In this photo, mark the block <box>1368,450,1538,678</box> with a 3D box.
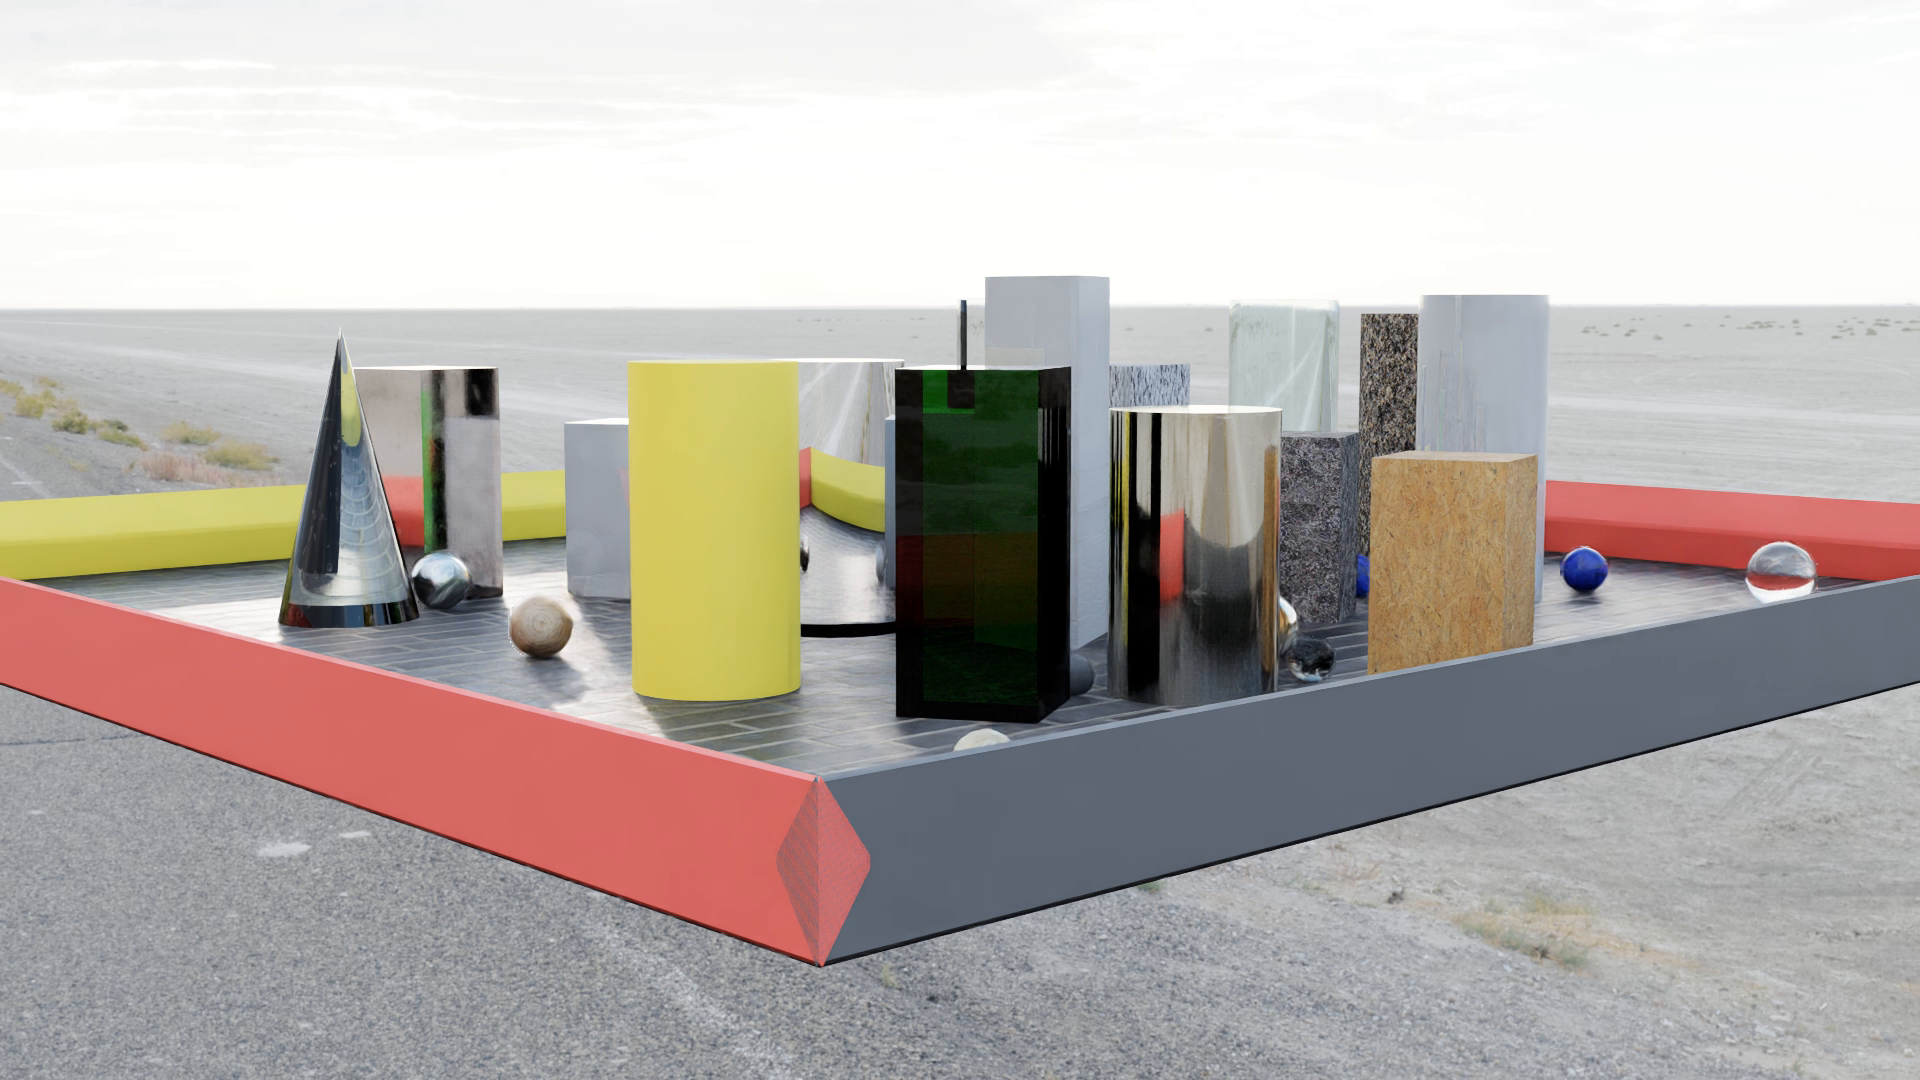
[{"bbox_3d":[0.596,0.034,2.656,0.160,0.271,0.160,3,7,27],"label":"block"}]

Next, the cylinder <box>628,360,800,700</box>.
[{"bbox_3d":[-0.290,-0.018,2.600,0.200,0.386,0.200,0,6,0],"label":"cylinder"}]

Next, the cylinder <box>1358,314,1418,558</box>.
[{"bbox_3d":[0.768,-0.157,3.677,0.200,0.440,0.200,0,6,0],"label":"cylinder"}]

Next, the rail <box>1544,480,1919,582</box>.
[{"bbox_3d":[0.958,-0.058,4.211,0.045,0.130,2.594,-5,8,-42],"label":"rail"}]

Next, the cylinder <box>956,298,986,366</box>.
[{"bbox_3d":[0.094,-0.155,3.540,0.200,0.465,0.200,0,6,0],"label":"cylinder"}]

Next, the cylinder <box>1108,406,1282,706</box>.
[{"bbox_3d":[0.272,0.013,2.566,0.200,0.332,0.200,0,6,0],"label":"cylinder"}]

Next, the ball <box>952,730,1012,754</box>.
[{"bbox_3d":[0.023,0.205,2.015,0.064,0.064,0.064,0,6,0],"label":"ball"}]

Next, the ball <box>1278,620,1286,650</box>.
[{"bbox_3d":[0.400,0.124,2.862,0.050,0.050,0.050,0,6,0],"label":"ball"}]

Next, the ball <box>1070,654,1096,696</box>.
[{"bbox_3d":[0.133,0.157,2.553,0.048,0.048,0.048,0,6,0],"label":"ball"}]

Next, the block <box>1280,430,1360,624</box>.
[{"bbox_3d":[0.492,-0.023,3.234,0.160,0.265,0.160,2,6,20],"label":"block"}]

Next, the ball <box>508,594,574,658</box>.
[{"bbox_3d":[-0.540,0.111,2.835,0.081,0.081,0.081,0,6,0],"label":"ball"}]

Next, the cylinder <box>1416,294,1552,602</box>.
[{"bbox_3d":[0.810,-0.146,3.422,0.200,0.470,0.200,0,6,0],"label":"cylinder"}]

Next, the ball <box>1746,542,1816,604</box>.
[{"bbox_3d":[1.232,0.053,3.300,0.100,0.100,0.100,0,6,0],"label":"ball"}]

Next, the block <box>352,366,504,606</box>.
[{"bbox_3d":[-0.828,-0.089,3.419,0.160,0.357,0.160,4,7,34],"label":"block"}]

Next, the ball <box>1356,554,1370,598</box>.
[{"bbox_3d":[0.616,0.055,3.433,0.068,0.068,0.068,0,6,0],"label":"ball"}]

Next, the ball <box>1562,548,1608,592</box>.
[{"bbox_3d":[0.993,0.047,3.495,0.071,0.071,0.071,0,6,0],"label":"ball"}]

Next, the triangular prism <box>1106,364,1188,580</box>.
[{"bbox_3d":[0.225,-0.074,3.227,0.150,0.367,0.173,4,7,36],"label":"triangular prism"}]

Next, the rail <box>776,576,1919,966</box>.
[{"bbox_3d":[0.863,0.131,2.401,2.654,0.130,0.045,-5,8,-42],"label":"rail"}]

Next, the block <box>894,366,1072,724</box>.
[{"bbox_3d":[0.028,-0.001,2.457,0.160,0.382,0.160,2,6,16],"label":"block"}]

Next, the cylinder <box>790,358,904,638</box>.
[{"bbox_3d":[-0.177,-0.063,3.085,0.200,0.376,0.200,0,6,0],"label":"cylinder"}]

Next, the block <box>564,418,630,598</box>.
[{"bbox_3d":[-0.516,-0.053,3.496,0.160,0.271,0.160,2,6,20],"label":"block"}]

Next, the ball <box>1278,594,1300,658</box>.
[{"bbox_3d":[0.384,0.109,2.794,0.093,0.093,0.093,0,6,0],"label":"ball"}]

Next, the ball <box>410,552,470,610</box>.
[{"bbox_3d":[-0.778,0.061,3.290,0.086,0.086,0.086,0,6,0],"label":"ball"}]

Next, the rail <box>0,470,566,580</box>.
[{"bbox_3d":[-0.863,-0.063,4.263,2.654,0.130,0.045,-5,8,-42],"label":"rail"}]

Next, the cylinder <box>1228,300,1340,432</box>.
[{"bbox_3d":[0.591,-0.206,4.029,0.200,0.465,0.200,0,6,0],"label":"cylinder"}]

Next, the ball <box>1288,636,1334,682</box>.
[{"bbox_3d":[0.423,0.143,2.648,0.055,0.055,0.055,0,6,0],"label":"ball"}]

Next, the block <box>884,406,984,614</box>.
[{"bbox_3d":[-0.015,-0.049,3.322,0.160,0.298,0.160,2,6,15],"label":"block"}]

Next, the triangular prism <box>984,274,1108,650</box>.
[{"bbox_3d":[0.147,-0.112,2.994,0.150,0.491,0.173,-5,8,-42],"label":"triangular prism"}]

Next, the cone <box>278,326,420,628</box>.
[{"bbox_3d":[-0.888,-0.097,3.176,0.200,0.424,0.200,0,6,0],"label":"cone"}]

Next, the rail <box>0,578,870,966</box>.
[{"bbox_3d":[-0.958,0.125,2.453,0.045,0.130,2.594,-5,8,-42],"label":"rail"}]

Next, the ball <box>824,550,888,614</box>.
[{"bbox_3d":[-0.154,0.062,3.244,0.095,0.095,0.095,0,6,0],"label":"ball"}]

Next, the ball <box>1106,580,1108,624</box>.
[{"bbox_3d":[0.230,0.086,3.091,0.077,0.077,0.077,0,6,0],"label":"ball"}]
